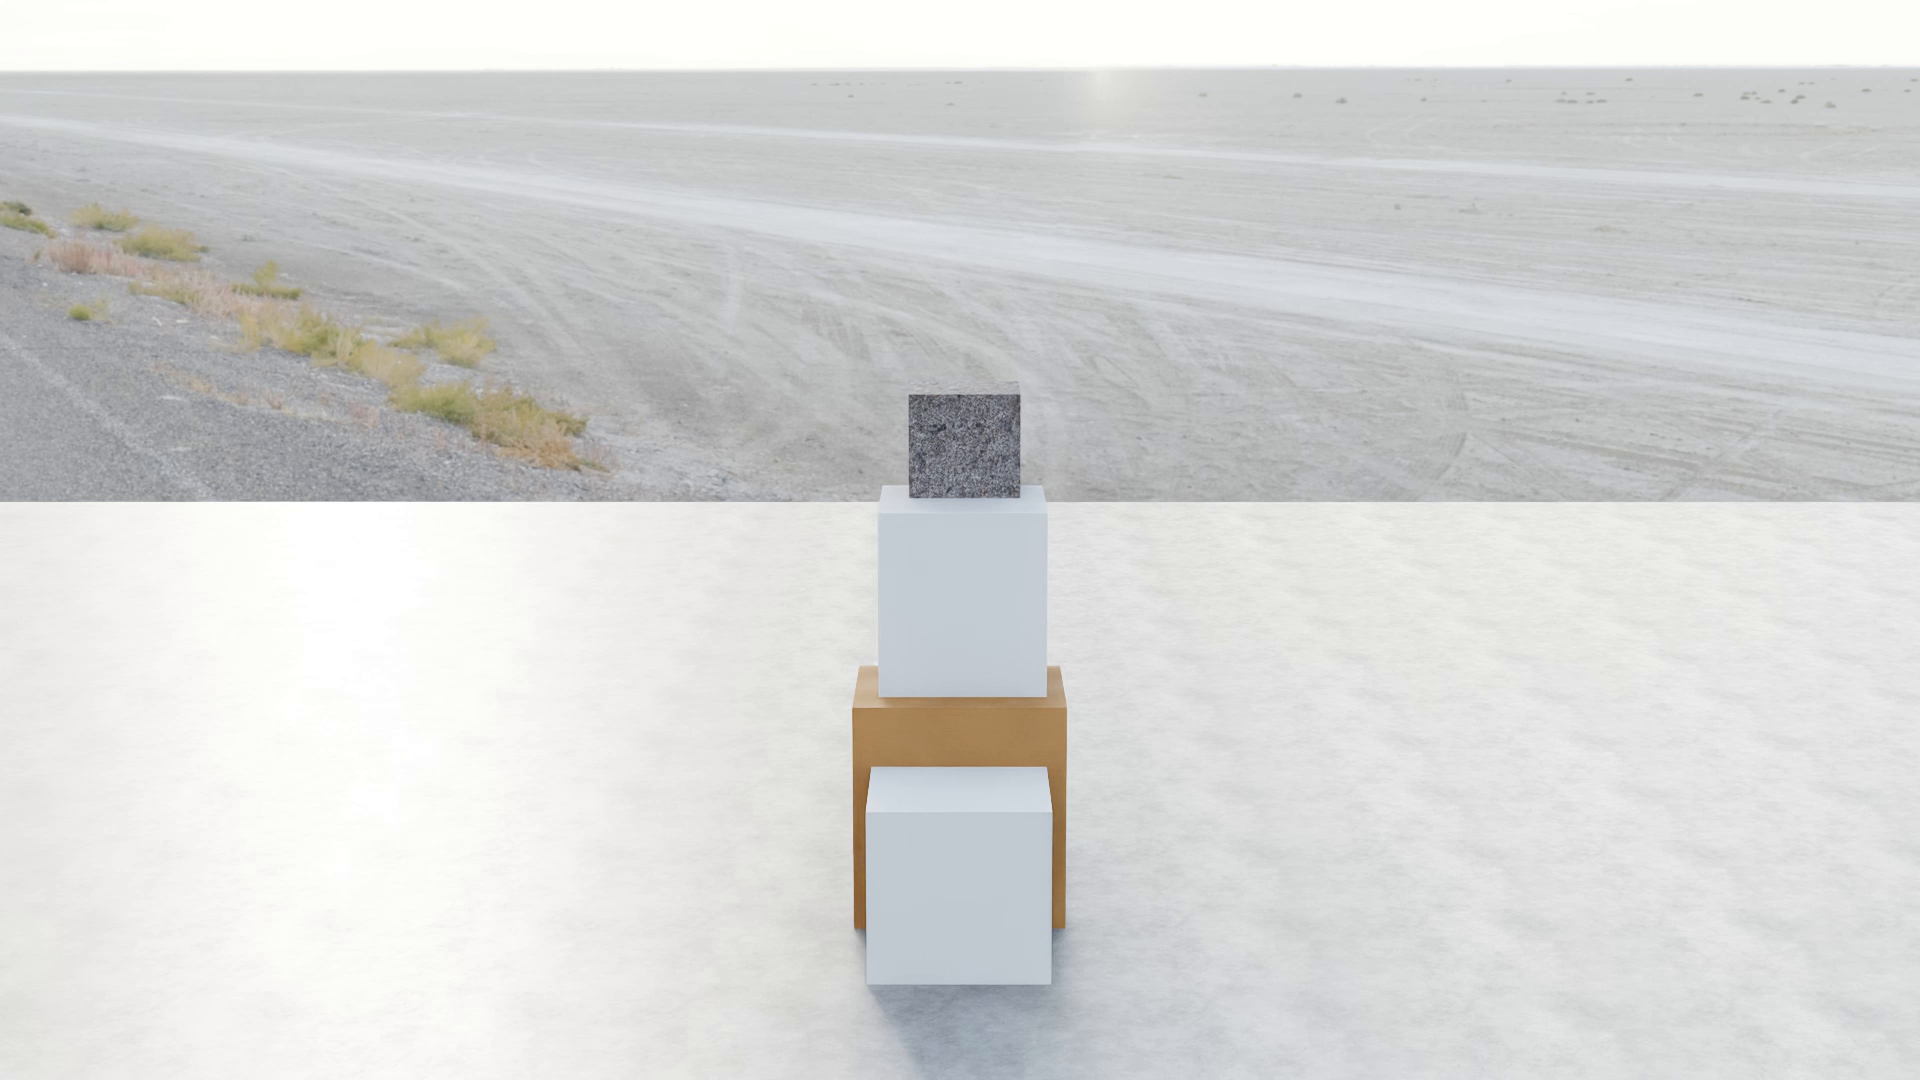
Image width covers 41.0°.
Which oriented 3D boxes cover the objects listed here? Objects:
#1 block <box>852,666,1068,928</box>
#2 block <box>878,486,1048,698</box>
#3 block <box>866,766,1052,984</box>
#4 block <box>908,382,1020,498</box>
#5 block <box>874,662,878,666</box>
[{"bbox_3d":[-0.001,1.084,10.962,0.881,0.945,0.755,0,10,0],"label":"block"},{"bbox_3d":[0.011,0.207,10.969,0.701,0.778,0.724,0,10,0],"label":"block"},{"bbox_3d":[-0.004,1.334,10.279,0.720,0.698,0.658,0,10,0],"label":"block"},{"bbox_3d":[0.020,-0.438,11.101,0.474,0.444,0.467,0,10,0],"label":"block"},{"bbox_3d":[-0.007,1.028,11.781,0.793,0.763,0.858,0,10,0],"label":"block"}]
